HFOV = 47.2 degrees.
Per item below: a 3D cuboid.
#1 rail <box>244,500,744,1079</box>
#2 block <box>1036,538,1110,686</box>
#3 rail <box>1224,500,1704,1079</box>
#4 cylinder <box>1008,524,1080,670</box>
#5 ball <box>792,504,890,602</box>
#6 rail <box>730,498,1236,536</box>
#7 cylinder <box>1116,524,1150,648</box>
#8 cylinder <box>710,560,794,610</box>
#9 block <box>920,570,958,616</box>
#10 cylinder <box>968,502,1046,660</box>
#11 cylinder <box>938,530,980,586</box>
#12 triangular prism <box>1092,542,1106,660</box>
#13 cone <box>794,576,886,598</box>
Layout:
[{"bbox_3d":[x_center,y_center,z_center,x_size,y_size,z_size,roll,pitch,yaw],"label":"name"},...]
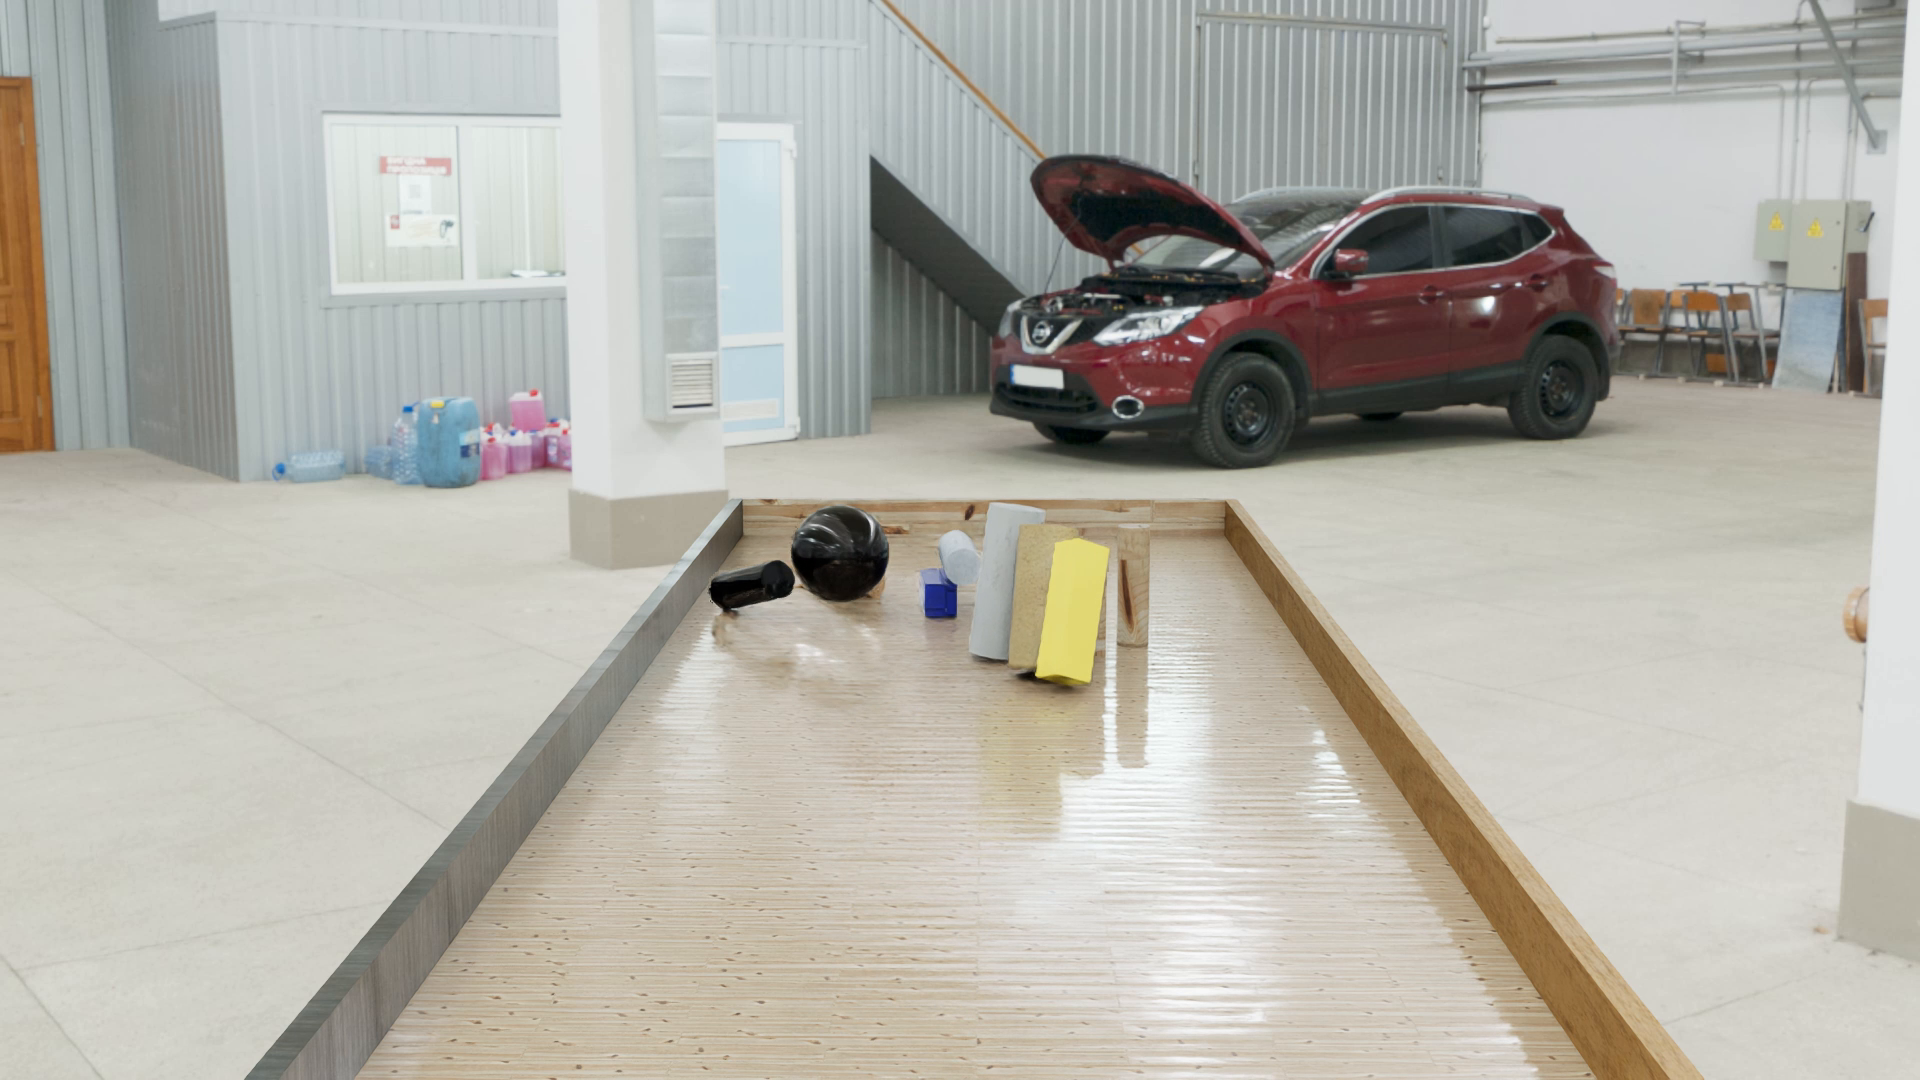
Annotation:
[{"bbox_3d":[-1.004,0.839,3.234,0.050,0.150,12.000,0,9,1],"label":"rail"},{"bbox_3d":[0.324,0.208,6.327,0.112,0.400,0.112,17,-16,-30],"label":"block"},{"bbox_3d":[1.046,0.843,3.208,0.050,0.150,12.000,0,9,1],"label":"rail"},{"bbox_3d":[0.246,0.173,6.476,0.178,0.420,0.178,5,-5,0],"label":"cylinder"},{"bbox_3d":[-0.406,0.046,7.457,0.333,0.333,0.333,0,9,0],"label":"ball"},{"bbox_3d":[0.099,-0.098,9.147,2.100,0.150,0.050,0,9,1],"label":"rail"},{"bbox_3d":[0.544,0.142,6.904,0.101,0.378,0.101,0,9,0],"label":"cylinder"},{"bbox_3d":[-0.699,0.152,7.375,0.127,0.127,0.348,-7,-4,-36],"label":"cylinder"},{"bbox_3d":[-0.075,0.179,7.528,0.107,0.107,0.333,-1,8,-4],"label":"block"},{"bbox_3d":[0.142,0.125,6.699,0.174,0.456,0.174,8,6,-1],"label":"cylinder"},{"bbox_3d":[-0.002,0.061,7.563,0.127,0.127,0.444,-1,8,-3],"label":"cylinder"},{"bbox_3d":[0.355,0.186,6.698,0.121,0.355,0.139,7,11,38],"label":"triangular prism"},{"bbox_3d":[-0.454,0.153,7.827,0.370,0.137,0.137,-7,4,35],"label":"cone"}]
